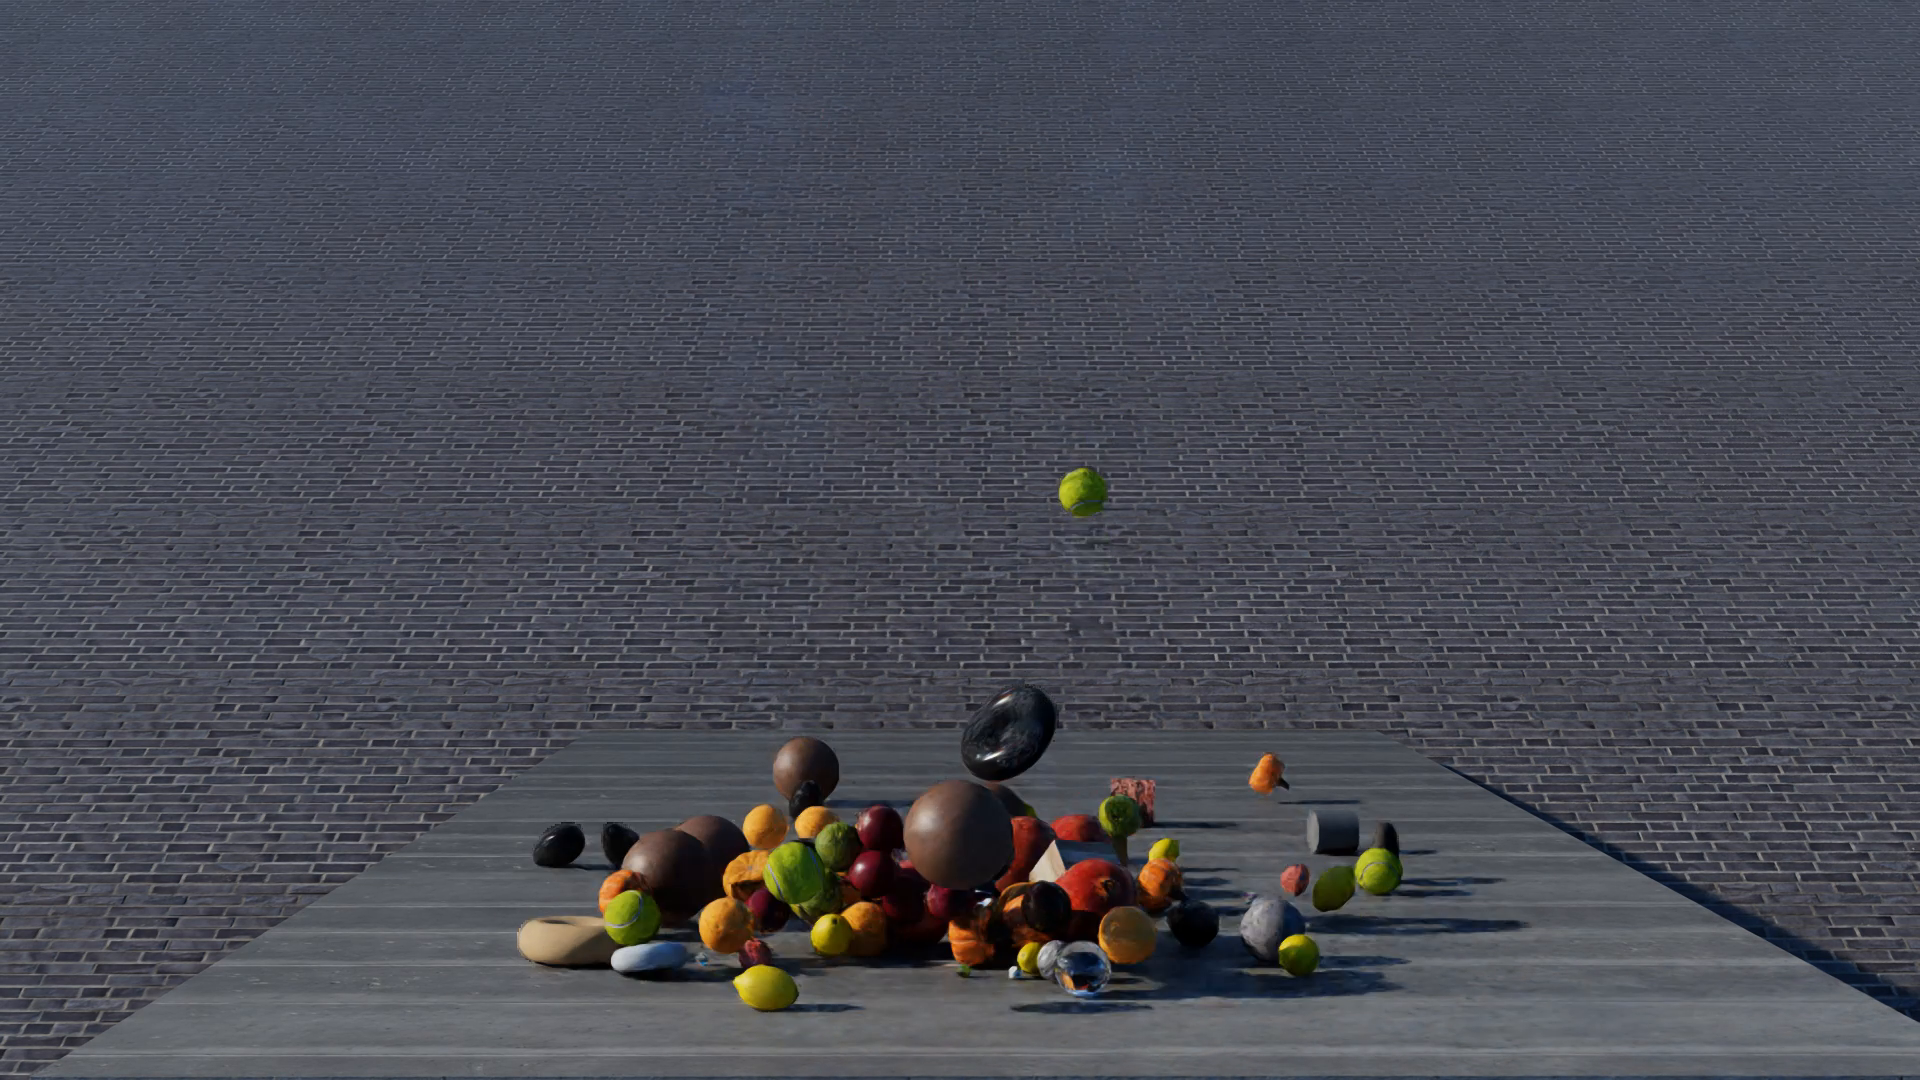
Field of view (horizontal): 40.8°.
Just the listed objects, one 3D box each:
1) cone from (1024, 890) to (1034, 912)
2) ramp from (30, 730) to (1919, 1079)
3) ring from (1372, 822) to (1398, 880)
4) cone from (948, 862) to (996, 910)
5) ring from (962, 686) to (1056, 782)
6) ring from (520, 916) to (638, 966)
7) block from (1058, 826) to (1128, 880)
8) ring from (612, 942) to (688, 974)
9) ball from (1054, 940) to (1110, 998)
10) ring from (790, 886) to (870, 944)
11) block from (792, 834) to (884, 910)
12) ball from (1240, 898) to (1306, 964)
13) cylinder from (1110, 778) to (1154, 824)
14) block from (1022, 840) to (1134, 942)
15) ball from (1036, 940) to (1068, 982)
[{"bbox_3d":[0.144,0.508,3.687,0.076,0.076,0.076,31,13,-30],"label":"cone"},{"bbox_3d":[0.063,0.563,4.601,2.000,0.100,4.000,0,1,0],"label":"ramp"},{"bbox_3d":[0.648,0.474,3.935,0.029,0.088,0.088,-3,26,19],"label":"ring"},{"bbox_3d":[0.013,0.448,3.343,0.062,0.062,0.062,-1,-7,-3],"label":"cone"},{"bbox_3d":[0.065,0.260,3.466,0.147,0.049,0.147,-29,34,22],"label":"ring"},{"bbox_3d":[-0.482,0.506,3.263,0.149,0.050,0.149,2,-2,0],"label":"ring"},{"bbox_3d":[0.201,0.481,3.923,0.082,0.082,0.082,0,1,-16],"label":"block"},{"bbox_3d":[-0.379,0.511,3.152,0.094,0.031,0.094,-6,-12,-1],"label":"ring"},{"bbox_3d":[0.143,0.501,3.021,0.066,0.066,0.066,0,28,0],"label":"ball"},{"bbox_3d":[-0.170,0.490,3.376,0.117,0.039,0.117,28,-4,2],"label":"ring"},{"bbox_3d":[-0.174,0.477,3.716,0.095,0.095,0.095,0,1,30],"label":"block"},{"bbox_3d":[0.393,0.490,3.242,0.081,0.081,0.081,0,28,0],"label":"ball"},{"bbox_3d":[0.308,0.467,4.629,0.077,0.077,0.077,3,28,3],"label":"cylinder"},{"bbox_3d":[0.154,0.458,3.372,0.091,0.091,0.091,8,41,-30],"label":"block"},{"bbox_3d":[0.117,0.508,3.114,0.050,0.050,0.050,0,28,0],"label":"ball"}]
